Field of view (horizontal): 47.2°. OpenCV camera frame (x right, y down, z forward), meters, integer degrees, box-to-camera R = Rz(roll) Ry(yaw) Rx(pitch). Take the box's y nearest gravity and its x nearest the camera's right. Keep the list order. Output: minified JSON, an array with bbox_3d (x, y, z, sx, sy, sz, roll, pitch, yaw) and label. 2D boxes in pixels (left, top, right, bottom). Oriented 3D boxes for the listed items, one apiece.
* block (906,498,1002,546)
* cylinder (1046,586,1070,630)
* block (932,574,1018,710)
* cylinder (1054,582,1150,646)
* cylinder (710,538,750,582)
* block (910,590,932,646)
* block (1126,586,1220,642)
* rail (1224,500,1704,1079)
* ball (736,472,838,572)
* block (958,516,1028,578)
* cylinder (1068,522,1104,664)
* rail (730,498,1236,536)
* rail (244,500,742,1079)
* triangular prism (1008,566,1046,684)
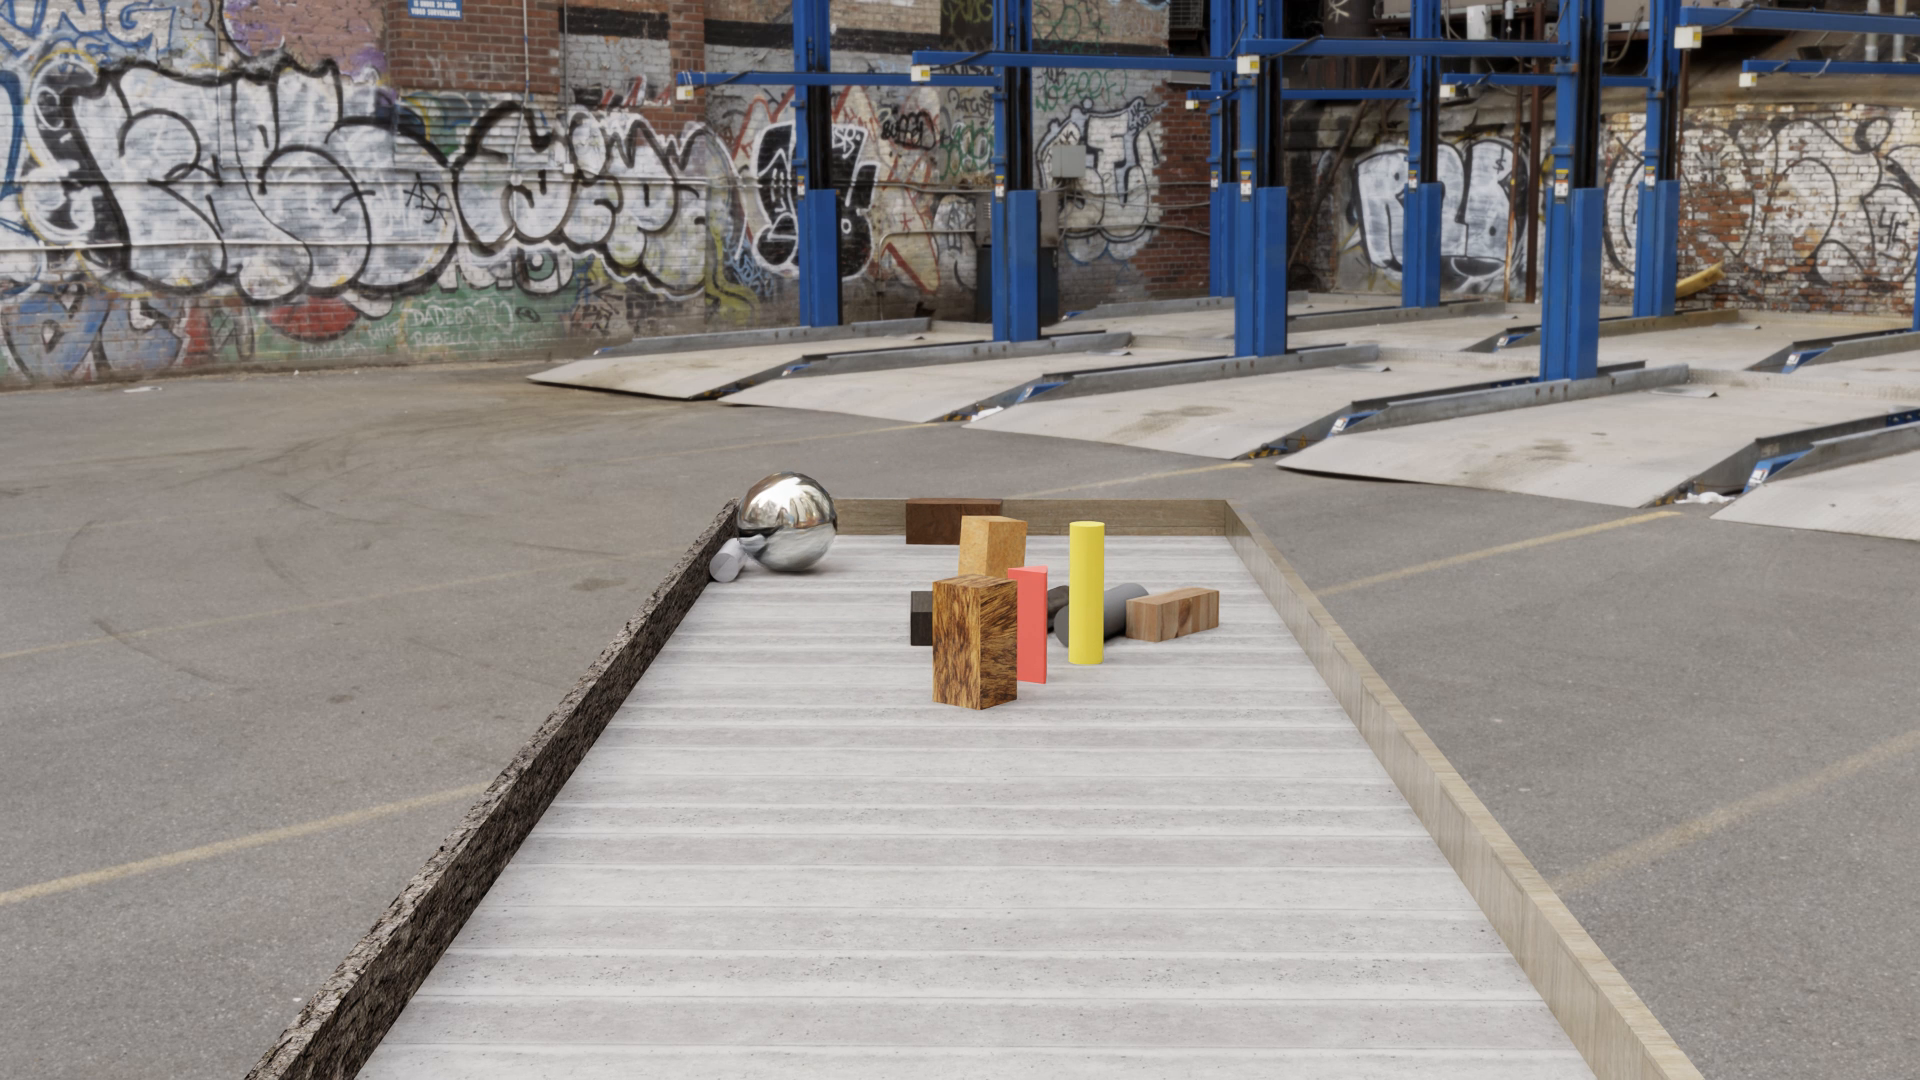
[{"bbox_3d":[-0.022,-0.076,8.951,0.382,0.168,0.168,1,9,5],"label":"block"},{"bbox_3d":[0.274,0.232,7.160,0.120,0.120,0.331,5,10,27],"label":"cylinder"},{"bbox_3d":[0.042,0.282,6.142,0.168,0.341,0.168,7,11,38],"label":"block"},{"bbox_3d":[0.461,0.240,7.047,0.141,0.141,0.446,5,10,28],"label":"cylinder"},{"bbox_3d":[-0.857,0.073,8.199,0.109,0.109,0.346,0,9,1],"label":"cylinder"},{"bbox_3d":[-0.105,0.250,7.085,0.108,0.108,0.373,0,9,-1],"label":"block"},{"bbox_3d":[0.689,0.239,7.116,0.122,0.122,0.342,8,12,41],"label":"block"},{"bbox_3d":[1.046,0.843,3.208,0.050,0.150,12.000,0,9,1],"label":"rail"},{"bbox_3d":[-0.648,-0.069,8.245,0.375,0.375,0.375,0,9,0],"label":"ball"},{"bbox_3d":[0.099,0.108,7.147,0.153,0.357,0.153,0,7,-35],"label":"block"},{"bbox_3d":[0.383,0.160,6.655,0.105,0.421,0.105,0,9,0],"label":"cylinder"},{"bbox_3d":[0.099,-0.098,9.147,2.100,0.150,0.050,0,9,1],"label":"rail"},{"bbox_3d":[-1.004,0.839,3.234,0.050,0.150,12.000,0,9,1],"label":"rail"},{"bbox_3d":[0.222,0.243,6.432,0.129,0.327,0.112,6,11,33],"label":"triangular prism"}]
